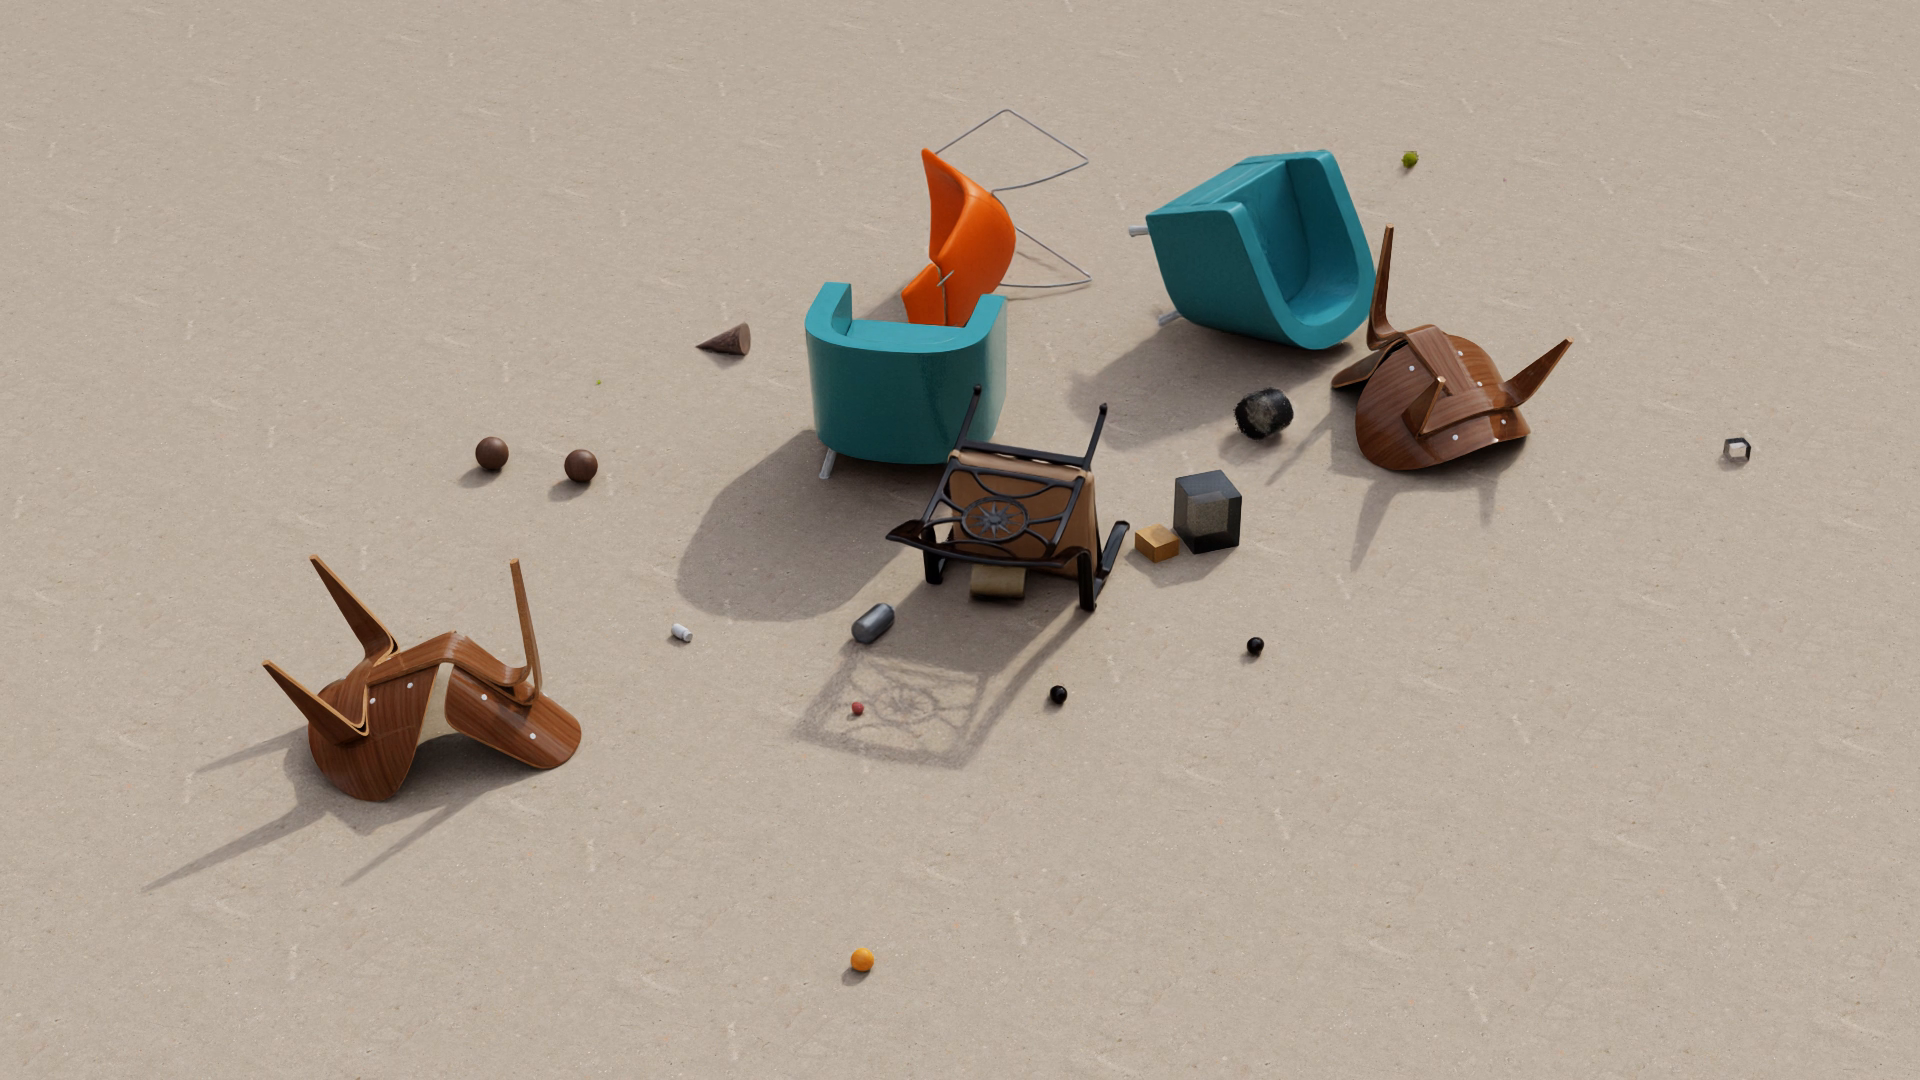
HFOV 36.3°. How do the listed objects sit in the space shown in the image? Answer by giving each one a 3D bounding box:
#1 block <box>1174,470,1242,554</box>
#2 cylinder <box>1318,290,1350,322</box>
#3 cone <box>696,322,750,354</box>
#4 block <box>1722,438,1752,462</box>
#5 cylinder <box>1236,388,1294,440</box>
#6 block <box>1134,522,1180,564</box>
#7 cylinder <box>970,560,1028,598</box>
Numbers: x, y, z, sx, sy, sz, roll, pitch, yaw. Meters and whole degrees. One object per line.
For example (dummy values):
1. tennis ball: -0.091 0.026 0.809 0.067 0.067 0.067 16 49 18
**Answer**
1. block: 0.920 -0.104 10.903 0.183 0.219 0.197 -11 35 -16
2. cylinder: 1.578 -0.988 12.366 0.149 0.075 0.126 -32 46 -33
3. cone: -0.995 -0.817 12.132 0.224 0.119 0.176 -9 30 15
4. block: 3.026 -0.350 11.418 0.077 0.064 0.072 -7 34 -10
5. cylinder: 1.197 -0.496 11.540 0.131 0.170 0.194 -24 15 -31
6. block: 0.730 0.012 10.862 0.109 0.071 0.129 -19 38 -26
7. cylinder: 0.143 0.141 10.630 0.193 0.107 0.194 4 25 6
